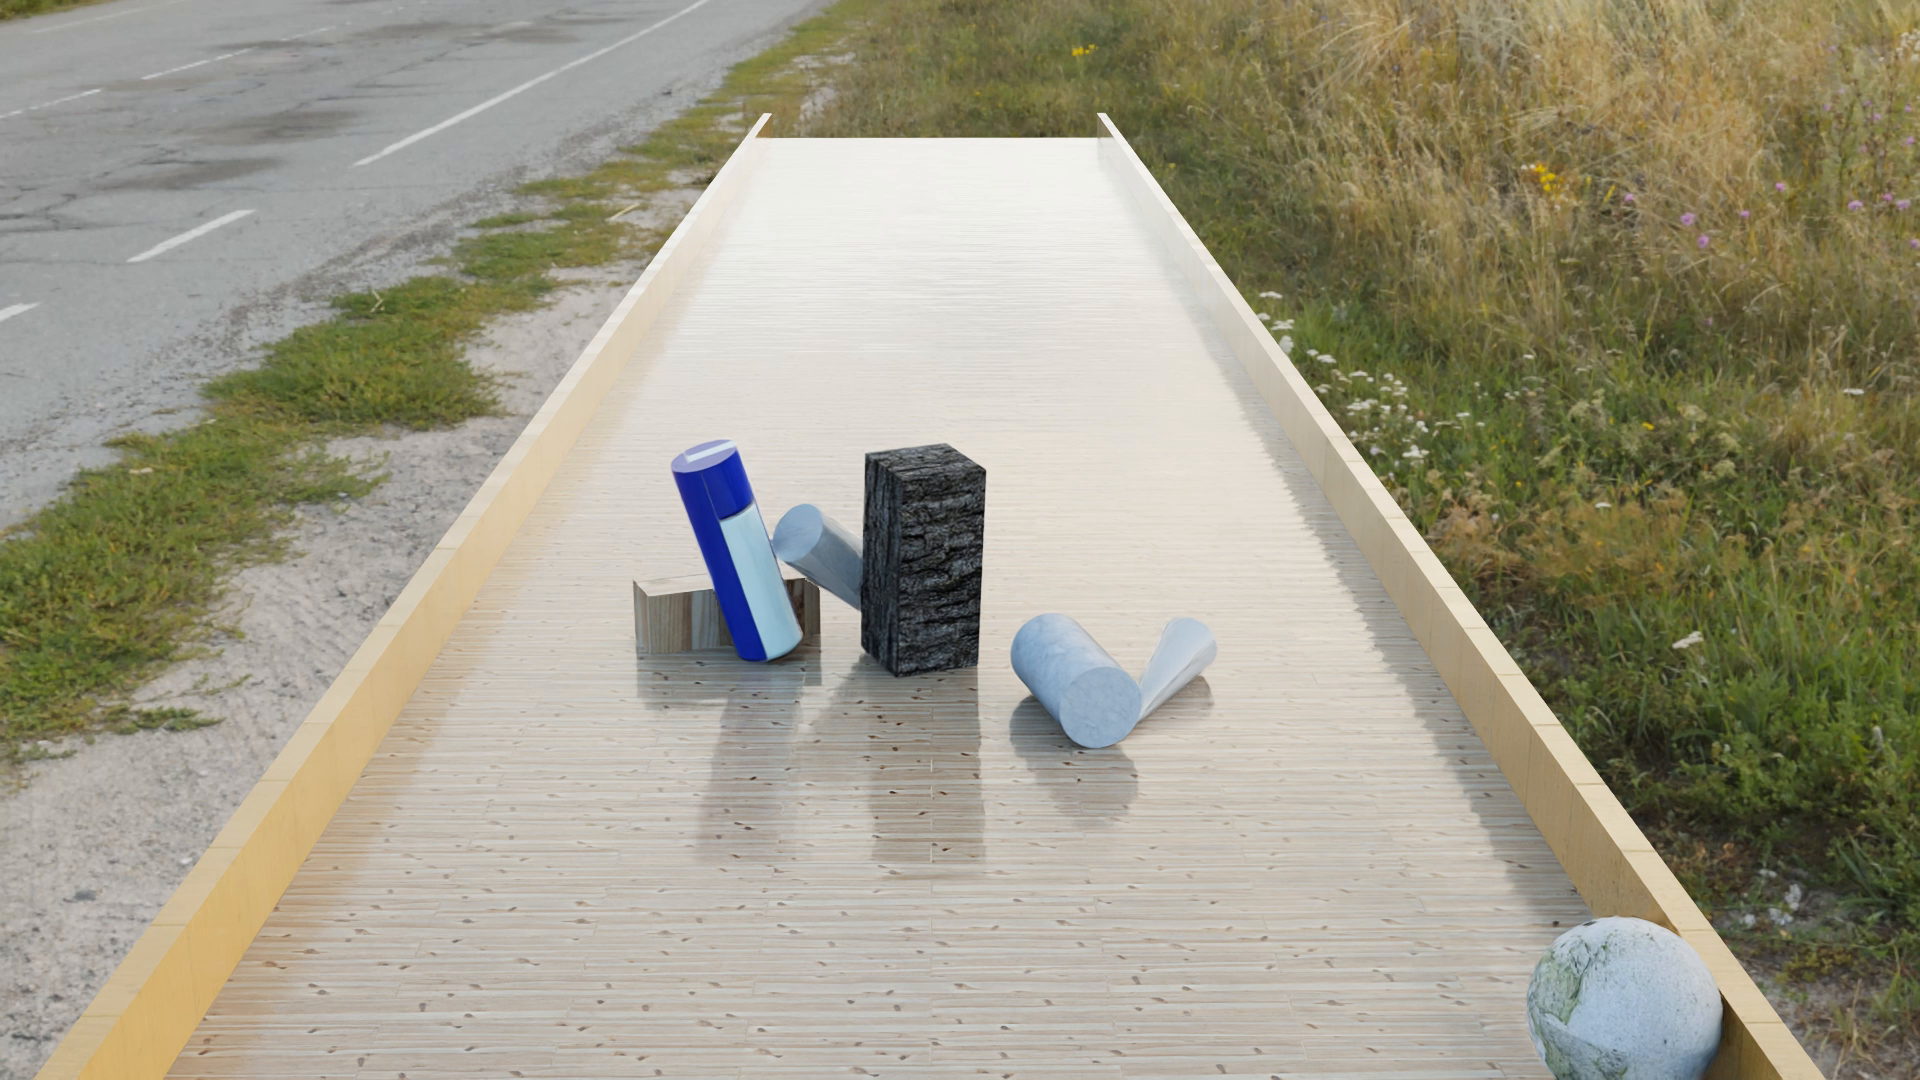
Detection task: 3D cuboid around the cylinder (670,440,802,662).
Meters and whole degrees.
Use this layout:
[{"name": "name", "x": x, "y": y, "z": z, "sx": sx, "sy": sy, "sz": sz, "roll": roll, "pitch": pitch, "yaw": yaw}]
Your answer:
[{"name": "cylinder", "x": -0.439, "y": 0.024, "z": 4.353, "sx": 0.135, "sy": 0.431, "sz": 0.135, "roll": -14, "pitch": 25, "yaw": 7}]

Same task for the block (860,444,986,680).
[{"name": "block", "x": -0.075, "y": 0.040, "z": 4.348, "sx": 0.178, "sy": 0.412, "sz": 0.178, "roll": -8, "pitch": 23, "yaw": -25}]

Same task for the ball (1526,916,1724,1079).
[{"name": "ball", "x": 0.842, "y": 0.599, "z": 2.791, "sx": 0.240, "sy": 0.240, "sz": 0.240, "roll": 0, "pitch": 17, "yaw": 0}]

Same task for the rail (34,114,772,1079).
[{"name": "rail", "x": -1.118, "y": -0.838, "z": 7.780, "sx": 0.050, "sy": 0.150, "sz": 12.000, "roll": 0, "pitch": 17, "yaw": -1}]

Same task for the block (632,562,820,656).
[{"name": "block", "x": -0.481, "y": 0.137, "z": 4.548, "sx": 0.363, "sy": 0.125, "sz": 0.125, "roll": -7, "pitch": 18, "yaw": -22}]

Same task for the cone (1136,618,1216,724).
[{"name": "cone", "x": 0.362, "y": 0.287, "z": 4.159, "sx": 0.117, "sy": 0.117, "sz": 0.424, "roll": 8, "pitch": 26, "yaw": 24}]

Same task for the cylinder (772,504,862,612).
[{"name": "cylinder", "x": -0.220, "y": 0.060, "z": 4.467, "sx": 0.126, "sy": 0.126, "sz": 0.368, "roll": 15, "pitch": -14, "yaw": 41}]

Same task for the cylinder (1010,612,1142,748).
[{"name": "cylinder", "x": 0.212, "y": 0.257, "z": 4.089, "sx": 0.156, "sy": 0.156, "sz": 0.313, "roll": -4, "pitch": 17, "yaw": -14}]

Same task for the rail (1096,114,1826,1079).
[{"name": "rail", "x": 0.932, "y": -0.844, "z": 7.801, "sx": 0.050, "sy": 0.150, "sz": 12.000, "roll": 0, "pitch": 17, "yaw": -1}]
